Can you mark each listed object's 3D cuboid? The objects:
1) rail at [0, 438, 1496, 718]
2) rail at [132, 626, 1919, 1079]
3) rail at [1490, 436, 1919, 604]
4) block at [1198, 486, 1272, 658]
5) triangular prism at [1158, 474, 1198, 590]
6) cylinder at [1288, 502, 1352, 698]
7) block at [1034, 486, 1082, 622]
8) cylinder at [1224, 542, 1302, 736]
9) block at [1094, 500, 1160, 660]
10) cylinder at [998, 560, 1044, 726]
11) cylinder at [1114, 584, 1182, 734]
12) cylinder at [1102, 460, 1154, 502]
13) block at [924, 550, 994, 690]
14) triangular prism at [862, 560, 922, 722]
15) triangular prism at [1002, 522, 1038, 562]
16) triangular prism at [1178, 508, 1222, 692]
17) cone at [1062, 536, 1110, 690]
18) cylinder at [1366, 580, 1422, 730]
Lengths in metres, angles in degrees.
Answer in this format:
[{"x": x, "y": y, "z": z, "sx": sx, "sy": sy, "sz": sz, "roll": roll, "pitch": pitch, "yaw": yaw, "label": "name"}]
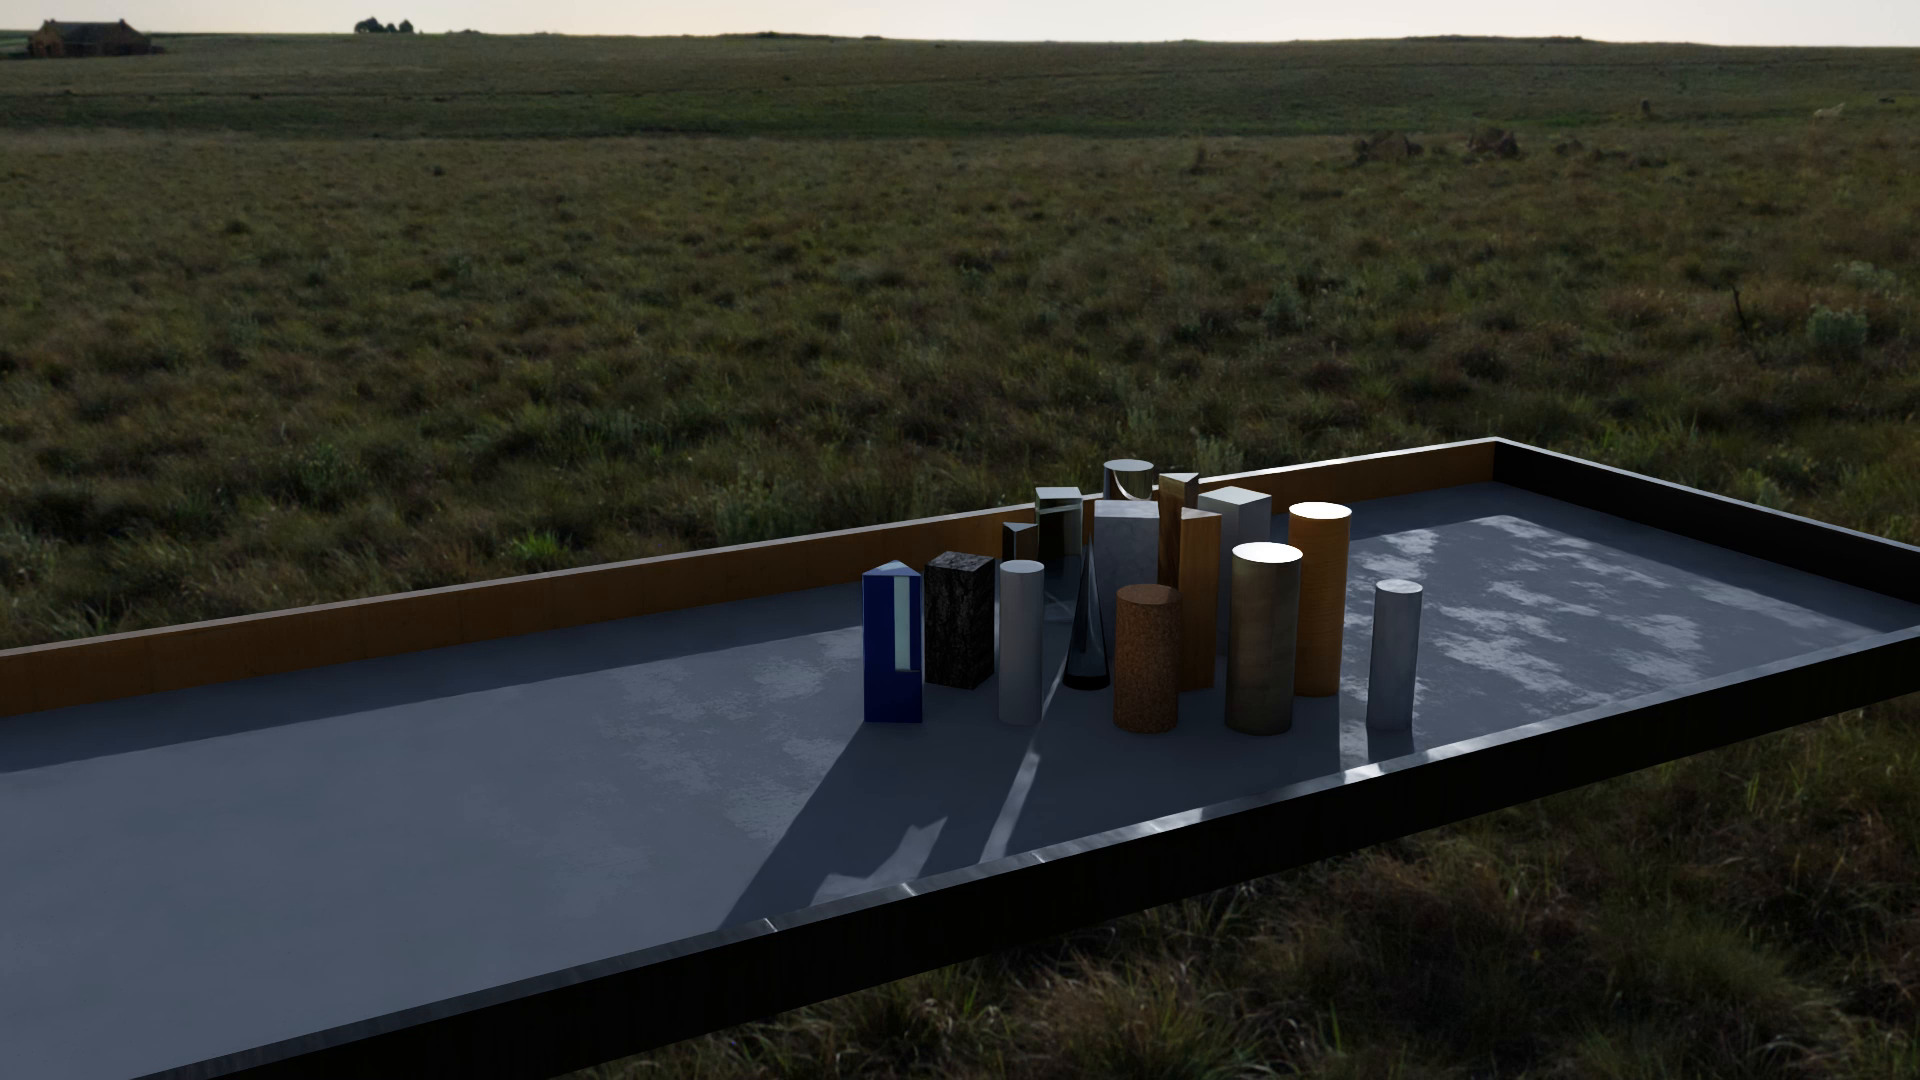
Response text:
[{"x": -3.305, "y": 0.497, "z": 3.399, "sx": 12.000, "sy": 0.150, "sz": 0.050, "roll": -9, "pitch": 18, "yaw": -27, "label": "rail"}, {"x": -2.336, "y": 1.006, "z": 1.665, "sx": 12.000, "sy": 0.150, "sz": 0.050, "roll": -9, "pitch": 18, "yaw": -27, "label": "rail"}, {"x": 2.466, "y": -0.048, "z": 5.253, "sx": 0.050, "sy": 0.150, "sz": 2.100, "roll": -9, "pitch": 18, "yaw": -27, "label": "rail"}, {"x": 0.713, "y": 0.083, "z": 4.333, "sx": 0.135, "sy": 0.416, "sz": 0.135, "roll": -14, "pitch": 22, "yaw": -40, "label": "block"}, {"x": 0.618, "y": 0.017, "z": 4.581, "sx": 0.095, "sy": 0.404, "sz": 0.110, "roll": -11, "pitch": 20, "yaw": -33, "label": "triangular prism"}, {"x": 0.871, "y": 0.147, "z": 4.046, "sx": 0.146, "sy": 0.456, "sz": 0.146, "roll": 0, "pitch": 16, "yaw": 0, "label": "cylinder"}, {"x": 0.272, "y": 0.041, "z": 4.585, "sx": 0.118, "sy": 0.356, "sz": 0.118, "roll": -1, "pitch": 16, "yaw": -3, "label": "block"}, {"x": 0.702, "y": 0.230, "z": 3.828, "sx": 0.156, "sy": 0.420, "sz": 0.156, "roll": 0, "pitch": 16, "yaw": 0, "label": "cylinder"}, {"x": 0.430, "y": 0.105, "z": 4.313, "sx": 0.164, "sy": 0.386, "sz": 0.164, "roll": 1, "pitch": 16, "yaw": 5, "label": "block"}, {"x": 0.143, "y": 0.241, "z": 3.870, "sx": 0.103, "sy": 0.375, "sz": 0.103, "roll": 0, "pitch": 16, "yaw": 0, "label": "cylinder"}, {"x": 0.437, "y": 0.276, "z": 3.852, "sx": 0.152, "sy": 0.317, "sz": 0.152, "roll": 0, "pitch": 16, "yaw": 0, "label": "cylinder"}, {"x": 0.488, "y": -0.038, "z": 4.826, "sx": 0.143, "sy": 0.372, "sz": 0.143, "roll": 0, "pitch": 16, "yaw": 0, "label": "cylinder"}, {"x": 0.000, "y": 0.200, "z": 4.127, "sx": 0.132, "sy": 0.309, "sz": 0.132, "roll": 8, "pitch": 18, "yaw": 24, "label": "block"}, {"x": -0.154, "y": 0.238, "z": 3.898, "sx": 0.135, "sy": 0.364, "sz": 0.117, "roll": 1, "pitch": 16, "yaw": 3, "label": "triangular prism"}, {"x": 0.144, "y": 0.119, "z": 4.366, "sx": 0.081, "sy": 0.329, "sz": 0.093, "roll": 14, "pitch": 22, "yaw": 40, "label": "triangular prism"}, {"x": 0.565, "y": 0.145, "z": 4.073, "sx": 0.109, "sy": 0.444, "sz": 0.094, "roll": -7, "pitch": 18, "yaw": -21, "label": "triangular prism"}, {"x": 0.318, "y": 0.166, "z": 4.087, "sx": 0.120, "sy": 0.396, "sz": 0.120, "roll": 0, "pitch": 16, "yaw": 0, "label": "cone"}, {"x": 1.011, "y": 0.268, "z": 3.843, "sx": 0.104, "sy": 0.338, "sz": 0.104, "roll": 0, "pitch": 16, "yaw": 0, "label": "cylinder"}]
